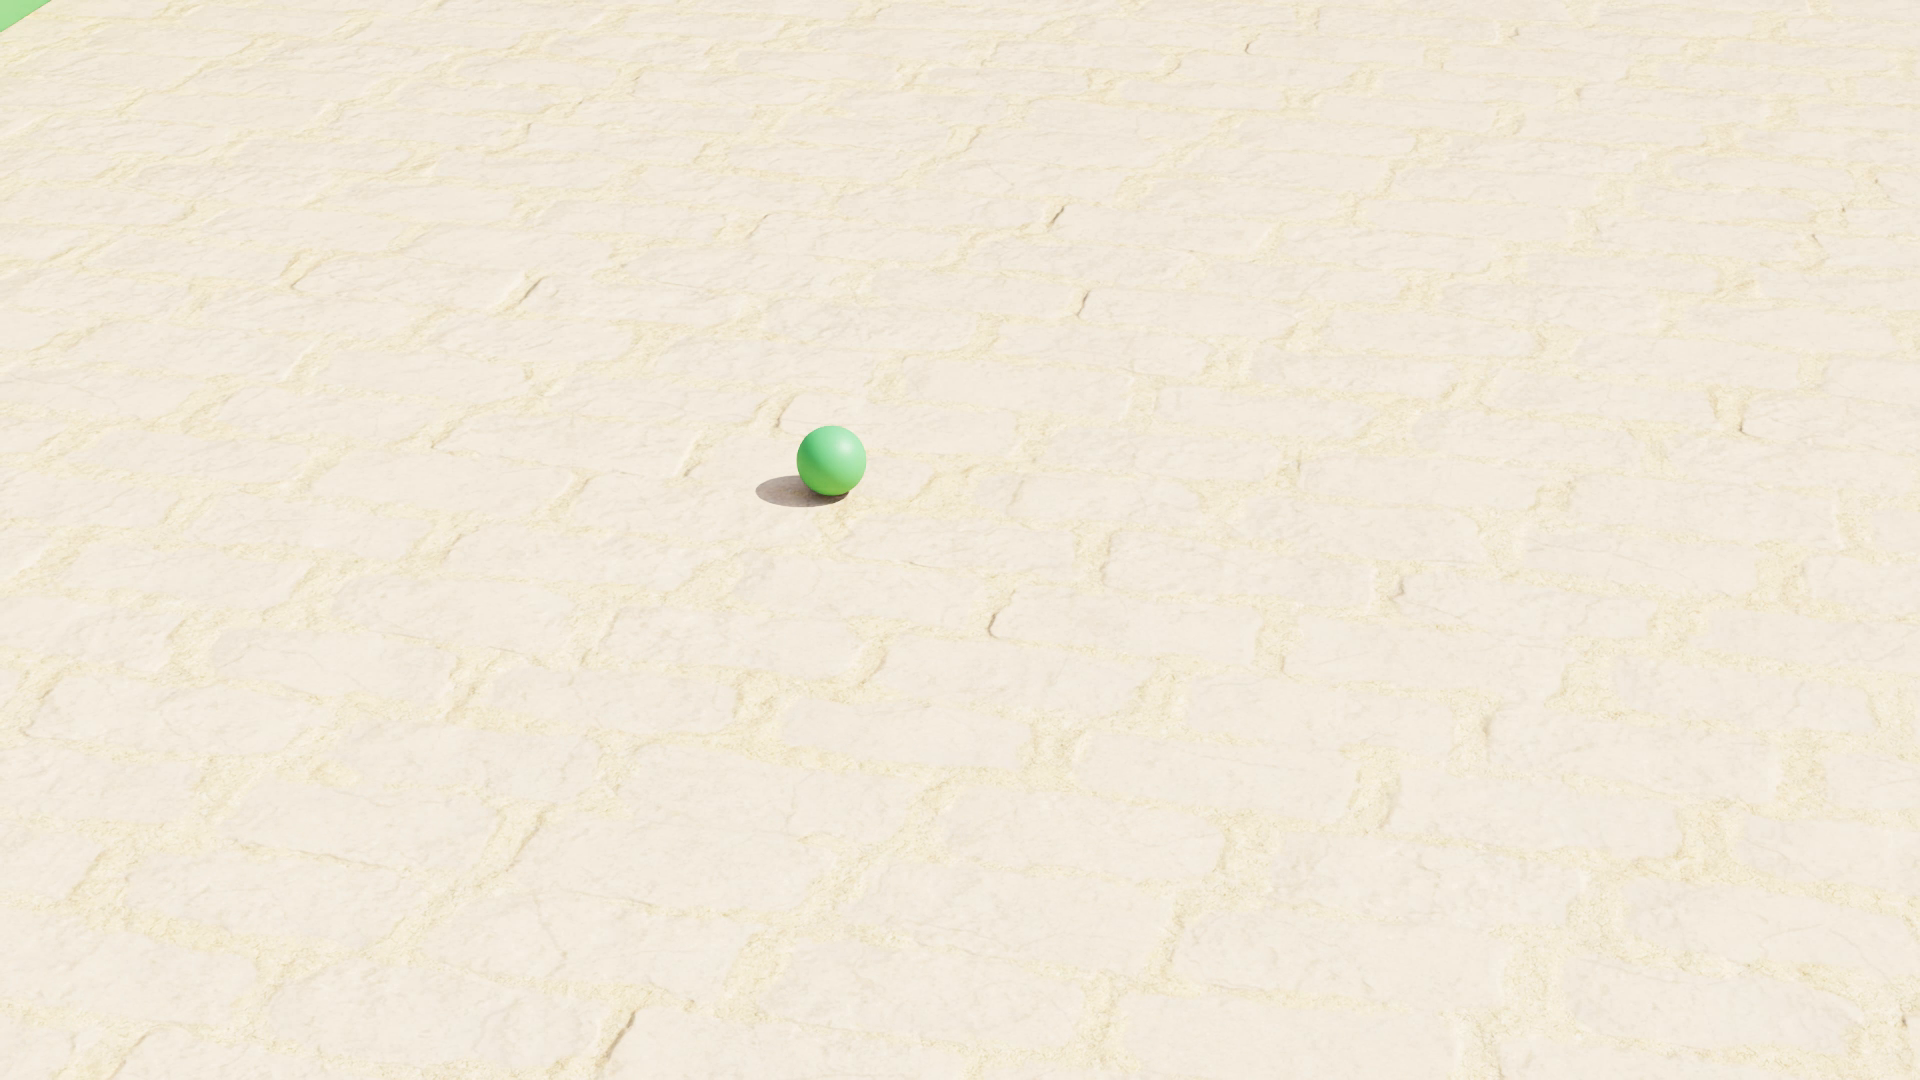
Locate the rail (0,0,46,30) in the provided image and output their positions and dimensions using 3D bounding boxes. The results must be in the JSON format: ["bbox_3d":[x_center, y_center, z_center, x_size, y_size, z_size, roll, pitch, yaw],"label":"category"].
[{"bbox_3d":[-0.780,-0.563,2.655,0.045,0.119,3.649,6,29,12],"label":"rail"}]

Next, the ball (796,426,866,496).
[{"bbox_3d":[-0.079,-0.049,1.800,0.043,0.043,0.043,0,29,0],"label":"ball"}]
